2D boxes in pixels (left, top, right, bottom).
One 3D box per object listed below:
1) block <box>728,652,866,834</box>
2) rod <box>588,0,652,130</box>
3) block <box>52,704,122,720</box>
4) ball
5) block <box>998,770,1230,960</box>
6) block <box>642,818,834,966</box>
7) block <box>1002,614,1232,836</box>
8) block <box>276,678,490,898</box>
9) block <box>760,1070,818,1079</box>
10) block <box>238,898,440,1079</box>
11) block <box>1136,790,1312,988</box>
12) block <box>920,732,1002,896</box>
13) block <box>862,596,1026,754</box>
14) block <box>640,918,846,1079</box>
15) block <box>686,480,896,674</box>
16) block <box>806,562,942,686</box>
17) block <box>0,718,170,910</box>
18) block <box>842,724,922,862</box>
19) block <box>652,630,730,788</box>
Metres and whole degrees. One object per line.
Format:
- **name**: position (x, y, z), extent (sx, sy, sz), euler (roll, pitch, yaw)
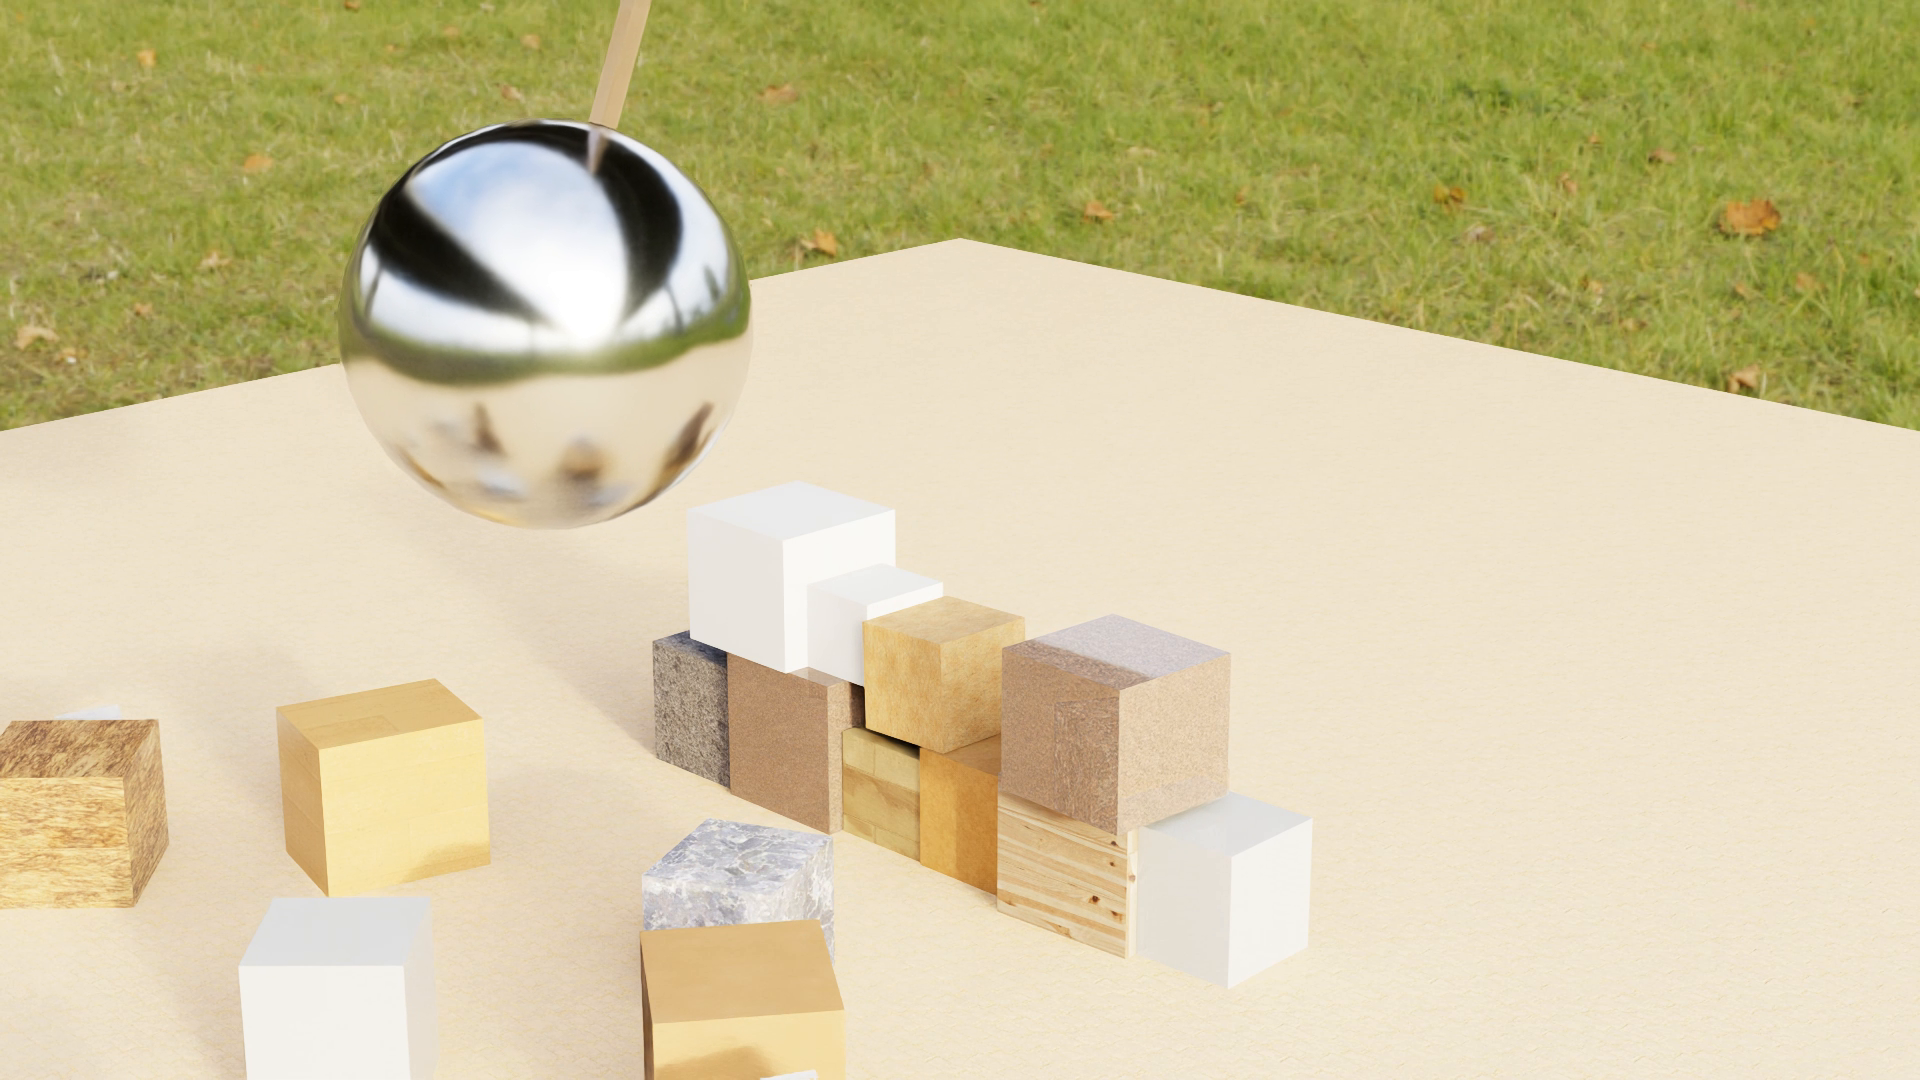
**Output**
- **block**: position (-0.614, 0.889, 14.268), extent (0.726, 0.749, 0.718), euler (-17, 24, -42)
- **rod**: position (-0.694, -4.113, 11.322), extent (0.080, 5.200, 0.080), euler (17, 2, 42)
- **block**: position (-4.280, 1.020, 14.396), extent (0.310, 0.301, 0.310), euler (-11, -14, -30)
- **ball**: position (-1.602, -0.837, 11.400), extent (1.600, 1.600, 1.600), euler (0, 17, 0)
- **block**: position (0.677, 1.334, 12.995), extent (0.730, 0.663, 0.718), euler (15, 23, 39)
- **block**: position (-0.919, 1.595, 12.277), extent (0.580, 0.595, 0.643), euler (6, 19, 19)
- **block**: position (0.665, 0.779, 12.578), extent (0.675, 0.646, 0.705), euler (-15, 23, -40)
- **block**: position (-2.661, 1.135, 13.530), extent (0.773, 0.721, 0.618), euler (-10, 20, -29)
- **block**: position (-0.653, 2.202, 10.031), extent (0.465, 0.545, 0.478), euler (-11, 45, 5)
- **block**: position (-2.391, 1.832, 11.356), extent (0.616, 0.696, 0.615), euler (0, 17, 0)
- **block**: position (1.135, 1.489, 12.601), extent (0.500, 0.604, 0.562), euler (16, 23, 40)
- **block**: position (0.233, 1.222, 13.491), extent (0.572, 0.578, 0.606), euler (17, 24, 42)
- **block**: position (-0.069, 0.616, 13.603), extent (0.543, 0.520, 0.518), euler (-16, 22, -42)
- **block**: position (-0.810, 1.944, 10.876), extent (0.683, 0.770, 0.778), euler (-3, 18, -9)
- **block**: position (-0.816, 0.166, 14.224), extent (0.714, 0.657, 0.707), euler (-16, 24, -42)
- **block**: position (-0.402, 0.400, 13.895), extent (0.485, 0.408, 0.421), euler (-16, 24, -42)
- **block**: position (-4.042, 1.241, 13.348), extent (0.673, 0.629, 0.715), euler (-1, 17, -2)
- **block**: position (-0.168, 1.139, 13.876), extent (0.559, 0.506, 0.531), euler (-17, 24, -42)
- **block**: position (-1.108, 0.806, 14.732), extent (0.597, 0.628, 0.619), euler (-17, 24, -42)
